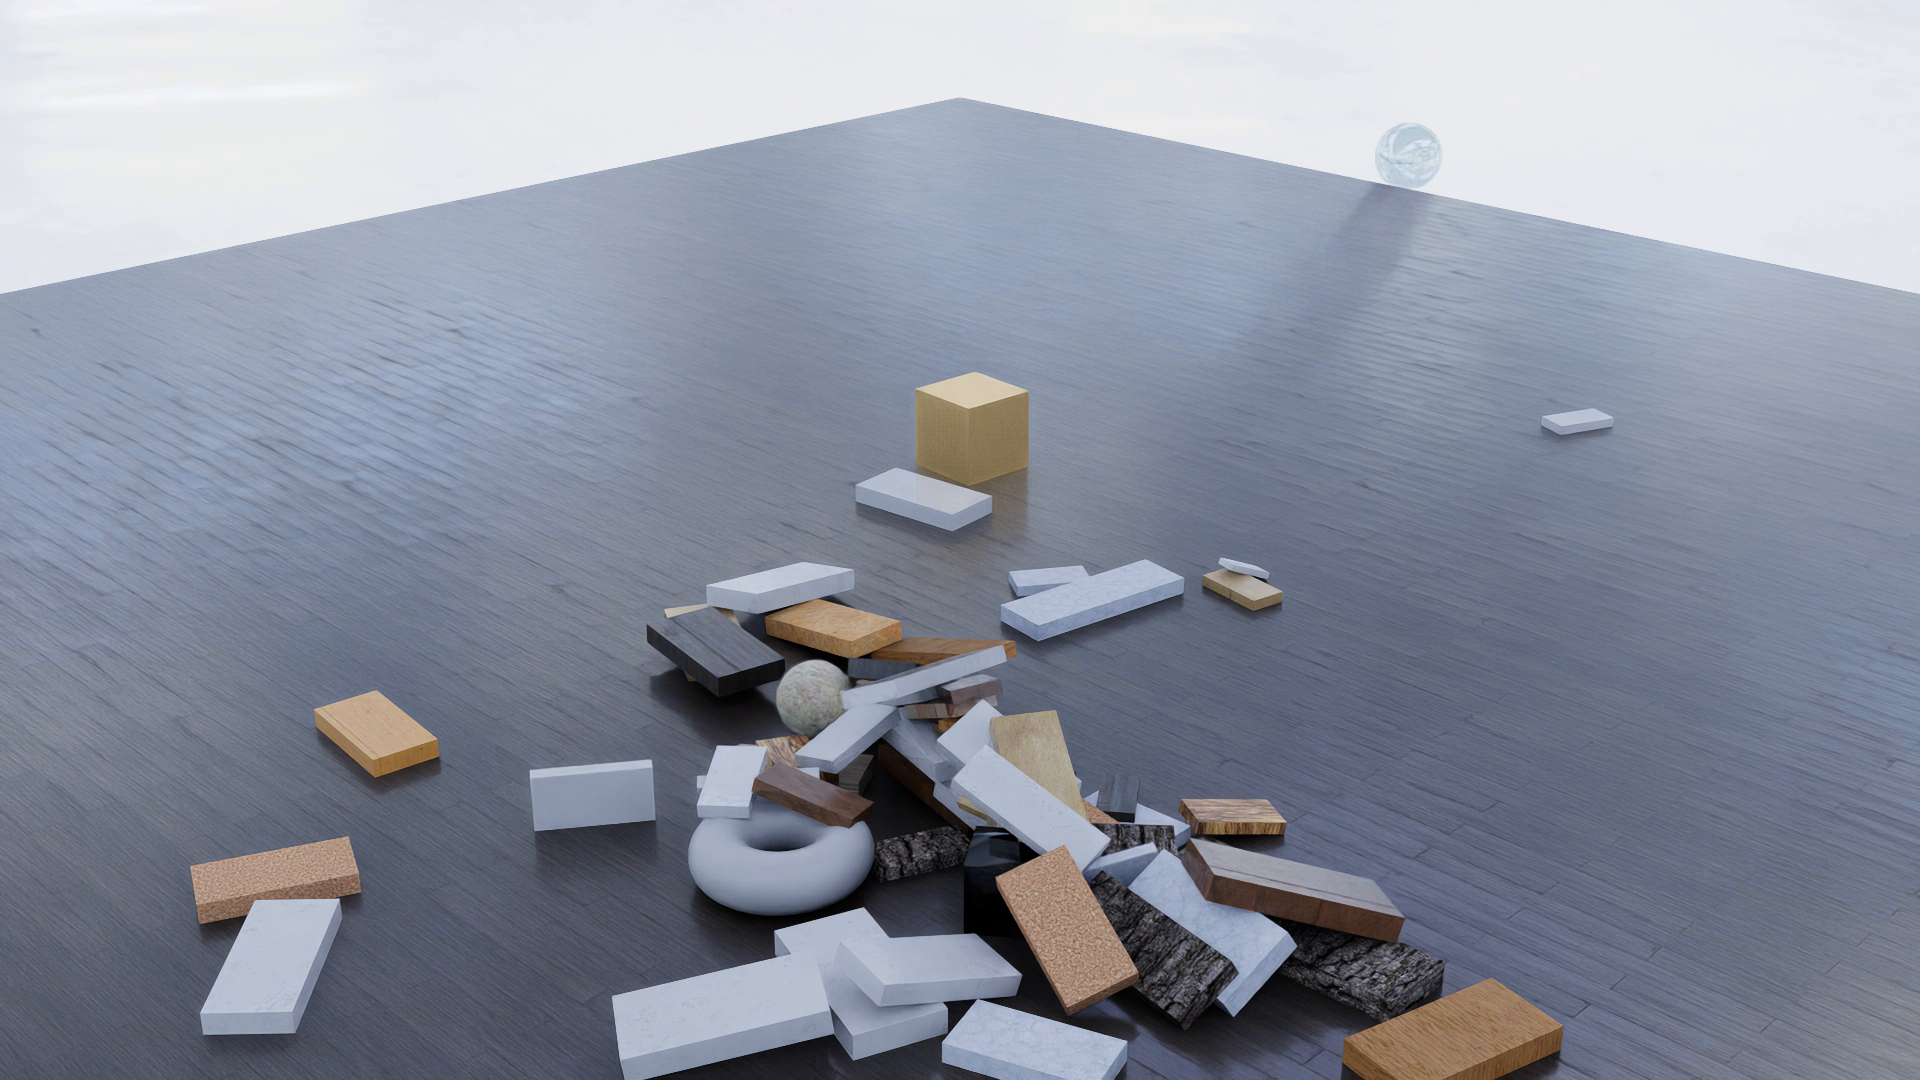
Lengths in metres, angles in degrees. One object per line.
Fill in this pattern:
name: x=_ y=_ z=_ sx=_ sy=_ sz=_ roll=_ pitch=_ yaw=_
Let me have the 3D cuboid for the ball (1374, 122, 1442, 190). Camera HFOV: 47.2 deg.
ball: x=1.945 y=-1.665 z=9.540 sx=0.290 sy=0.290 sz=0.290 roll=0 pitch=23 yaw=0

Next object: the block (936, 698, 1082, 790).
block: x=0.093 y=0.431 z=4.209 sx=0.258 sy=0.037 sz=0.129 roll=39 pitch=62 yaw=22

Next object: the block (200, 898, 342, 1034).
block: x=-1.223 y=0.756 z=3.922 sx=0.156 sy=0.044 sz=0.357 roll=-1 pitch=23 yaw=-2

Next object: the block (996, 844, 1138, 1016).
block: x=0.188 y=0.687 z=3.885 sx=0.139 sy=0.039 sz=0.278 roll=-24 pitch=57 yaw=-11

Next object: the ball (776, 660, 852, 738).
ball: x=-0.311 y=0.343 z=4.738 sx=0.169 sy=0.169 sz=0.169 roll=0 pitch=23 yaw=0

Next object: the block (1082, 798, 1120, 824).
block: x=0.196 y=0.517 z=4.289 sx=0.239 sy=0.022 sz=0.078 roll=32 pitch=38 yaw=30

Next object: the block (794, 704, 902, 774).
block: x=-0.228 y=0.401 z=4.487 sx=0.106 sy=0.030 sz=0.212 roll=6 pitch=31 yaw=40

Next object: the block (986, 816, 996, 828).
block: x=0.109 y=0.503 z=4.230 sx=0.093 sy=0.026 sz=0.262 roll=11 pitch=55 yaw=6

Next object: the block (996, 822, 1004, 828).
block: x=0.121 y=0.505 z=4.197 sx=0.093 sy=0.026 sz=0.186 roll=6 pitch=55 yaw=2

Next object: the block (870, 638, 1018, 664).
block: x=-0.039 y=0.255 z=4.964 sx=0.120 sy=0.034 sz=0.374 roll=-17 pitch=10 yaw=-39

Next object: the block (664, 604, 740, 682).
block: x=-0.588 y=0.235 z=5.151 sx=0.156 sy=0.044 sz=0.311 roll=-7 pitch=24 yaw=-16

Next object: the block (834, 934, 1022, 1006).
block: x=-0.054 y=0.746 z=3.827 sx=0.299 sy=0.042 sz=0.147 roll=5 pitch=18 yaw=-38

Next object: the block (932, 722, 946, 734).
block: x=0.009 y=0.380 z=4.408 sx=0.069 sy=0.020 sz=0.138 roll=-9 pitch=9 yaw=-29

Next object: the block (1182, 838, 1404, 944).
block: x=0.599 y=0.632 z=3.972 sx=0.368 sy=0.050 sz=0.177 roll=14 pitch=11 yaw=-12

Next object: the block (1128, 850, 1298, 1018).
block: x=0.426 y=0.700 z=3.943 sx=0.169 sy=0.048 sz=0.338 roll=-45 pitch=39 yaw=-13

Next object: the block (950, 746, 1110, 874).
block: x=0.129 y=0.502 z=4.052 sx=0.294 sy=0.028 sz=0.100 roll=36 pitch=57 yaw=17

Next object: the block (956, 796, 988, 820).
block: x=0.079 y=0.515 z=4.279 sx=0.157 sy=0.022 sz=0.078 roll=21 pitch=55 yaw=34

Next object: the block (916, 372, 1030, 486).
block: x=0.034 y=-0.317 z=6.218 sx=0.227 sy=0.227 sz=0.227 roll=-19 pitch=29 yaw=-37

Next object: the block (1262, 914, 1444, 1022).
block: x=0.657 y=0.739 z=3.958 sx=0.387 sy=0.048 sz=0.169 roll=20 pitch=30 yaw=39

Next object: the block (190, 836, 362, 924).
block: x=-1.302 y=0.646 z=4.186 sx=0.294 sy=0.042 sz=0.147 roll=-9 pitch=25 yaw=-20

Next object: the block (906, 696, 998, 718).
block: x=-0.019 y=0.337 z=4.483 sx=0.102 sy=0.029 sz=0.204 roll=-13 pitch=2 yaw=-29

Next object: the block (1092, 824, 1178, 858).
block: x=0.316 y=0.588 z=4.179 sx=0.191 sy=0.027 sz=0.095 roll=3 pitch=52 yaw=-9

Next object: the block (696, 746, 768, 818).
block: x=-0.443 y=0.472 z=4.297 sx=0.100 sy=0.028 sz=0.201 roll=1 pitch=29 yaw=6

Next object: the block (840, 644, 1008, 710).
block: x=-0.069 y=0.282 z=4.564 sx=0.129 sy=0.037 sz=0.480 roll=-14 pitch=-1 yaw=28

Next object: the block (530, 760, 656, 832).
block: x=-0.734 y=0.511 z=4.402 sx=0.240 sy=0.120 sz=0.034 roll=-4 pitch=23 yaw=-10

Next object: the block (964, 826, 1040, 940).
block: x=0.090 y=0.635 z=4.078 sx=0.145 sy=0.145 sz=0.145 roll=4 pitch=23 yaw=8

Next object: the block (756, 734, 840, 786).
block: x=-0.335 y=0.457 z=4.513 sx=0.106 sy=0.030 sz=0.212 roll=-6 pitch=19 yaw=-23

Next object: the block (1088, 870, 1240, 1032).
block: x=0.324 y=0.726 z=3.914 sx=0.139 sy=0.039 sz=0.360 roll=-44 pitch=39 yaw=-14

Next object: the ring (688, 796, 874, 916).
ring: x=-0.341 y=0.596 z=4.205 sx=0.357 sy=0.119 sz=0.357 roll=0 pitch=22 yaw=0

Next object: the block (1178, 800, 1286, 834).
block: x=0.543 y=0.552 z=4.385 sx=0.191 sy=0.027 sz=0.095 roll=3 pitch=21 yaw=-19

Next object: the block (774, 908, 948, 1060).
block: x=-0.178 y=0.775 z=3.870 sx=0.177 sy=0.050 sz=0.354 roll=-11 pitch=25 yaw=-24
